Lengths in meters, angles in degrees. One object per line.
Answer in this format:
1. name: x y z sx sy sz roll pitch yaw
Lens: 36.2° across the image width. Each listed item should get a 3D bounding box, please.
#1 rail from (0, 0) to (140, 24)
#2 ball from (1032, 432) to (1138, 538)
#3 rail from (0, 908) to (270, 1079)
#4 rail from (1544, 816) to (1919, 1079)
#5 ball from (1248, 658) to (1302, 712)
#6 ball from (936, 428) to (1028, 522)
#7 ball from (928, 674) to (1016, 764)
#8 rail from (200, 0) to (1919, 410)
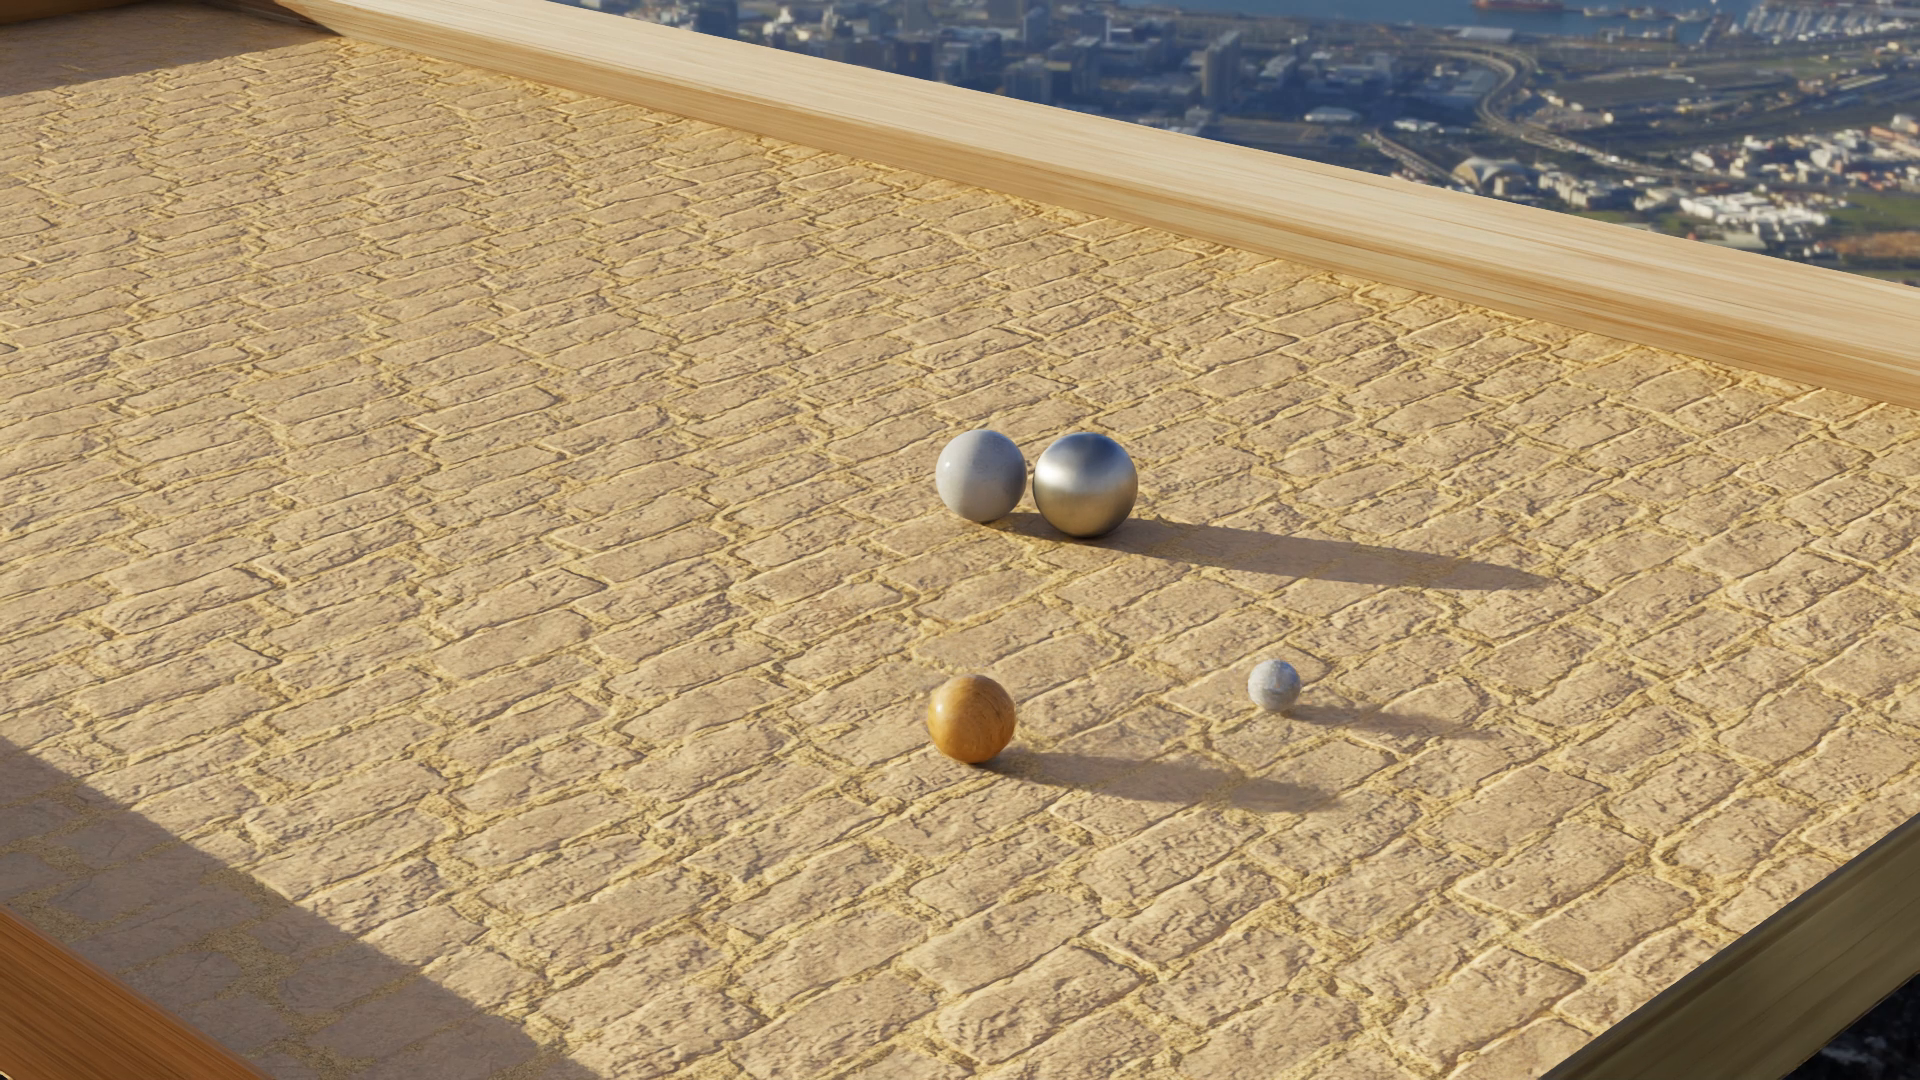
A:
1. rail: -2.049 -0.734 4.402 0.045 0.127 2.033 19 28 40
2. ball: 0.115 -0.050 2.695 0.098 0.098 0.098 0 21 0
3. rail: -1.372 -0.003 2.530 3.796 0.127 0.045 19 28 40
4. rail: 0.672 0.204 2.001 0.045 0.127 2.033 19 28 40
5. ball: 0.251 0.116 2.344 0.043 0.043 0.043 0 21 0
6. ball: 0.020 -0.060 2.735 0.087 0.087 0.087 0 21 0
7. ball: 0.009 0.137 2.256 0.068 0.068 0.068 0 21 0
8. rail: -0.006 -0.527 3.873 3.796 0.127 0.045 19 28 40
